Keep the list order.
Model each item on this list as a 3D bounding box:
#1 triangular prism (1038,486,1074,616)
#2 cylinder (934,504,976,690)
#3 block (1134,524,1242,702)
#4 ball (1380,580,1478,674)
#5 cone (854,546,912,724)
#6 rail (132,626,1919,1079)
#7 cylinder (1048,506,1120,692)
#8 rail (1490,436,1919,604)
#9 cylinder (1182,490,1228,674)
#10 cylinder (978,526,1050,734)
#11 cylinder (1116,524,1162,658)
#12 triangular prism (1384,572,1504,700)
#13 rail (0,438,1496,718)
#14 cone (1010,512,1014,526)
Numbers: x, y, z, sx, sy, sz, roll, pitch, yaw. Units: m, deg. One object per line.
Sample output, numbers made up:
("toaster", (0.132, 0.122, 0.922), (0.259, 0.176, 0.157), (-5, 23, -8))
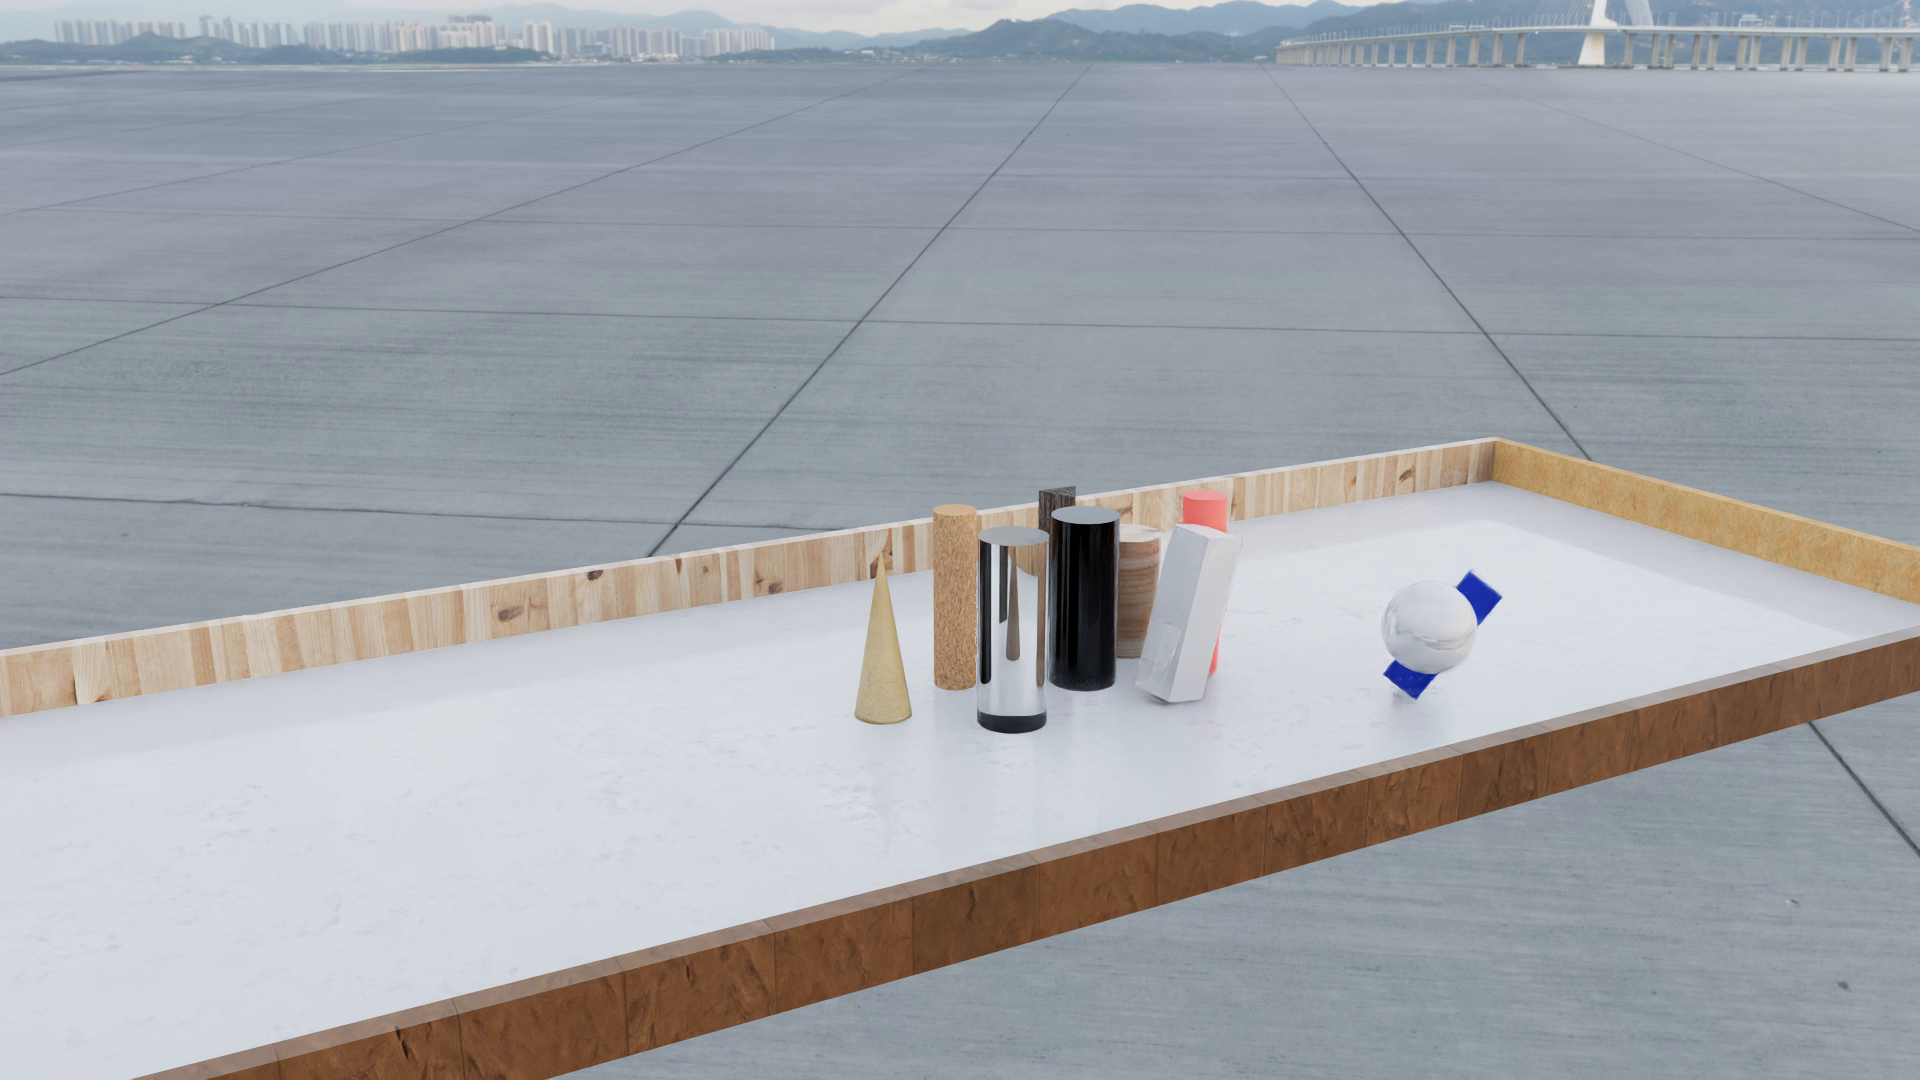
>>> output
("triangular prism", (0.292, 0.033, 4.609), (0.115, 0.357, 0.099), (11, 20, 33))
("cylinder", (-0.012, 0.142, 4.074), (0.106, 0.449, 0.106), (0, 16, 0))
("block", (0.550, 0.176, 3.988), (0.119, 0.410, 0.119), (2, 15, -41))
("ball", (1.085, 0.202, 3.816), (0.216, 0.216, 0.216), (0, 16, 0))
("cone", (-0.183, 0.214, 3.884), (0.138, 0.418, 0.138), (0, 16, 0))
("rail", (-2.336, 1.006, 1.665), (12.000, 0.150, 0.050), (-9, 18, -27))
("cylinder", (0.308, 0.144, 4.100), (0.170, 0.430, 0.170), (0, 16, 0))
("rail", (2.466, -0.048, 5.253), (0.050, 0.150, 2.100), (-9, 18, -27))
("cylinder", (0.609, 0.109, 4.173), (0.111, 0.453, 0.111), (1, 14, 0))
("cylinder", (0.123, 0.208, 3.840), (0.165, 0.454, 0.165), (0, 16, 0))
("cylinder", (0.438, 0.134, 4.337), (0.171, 0.317, 0.171), (0, 16, 0))
("triangular prism", (1.174, 0.226, 4.040), (0.102, 0.325, 0.089), (38, 9, -1))
("rail", (-3.305, 0.497, 3.399), (12.000, 0.150, 0.050), (-9, 18, -27))
("cone", (0.137, 0.102, 4.337), (0.106, 0.379, 0.106), (0, 16, 0))
